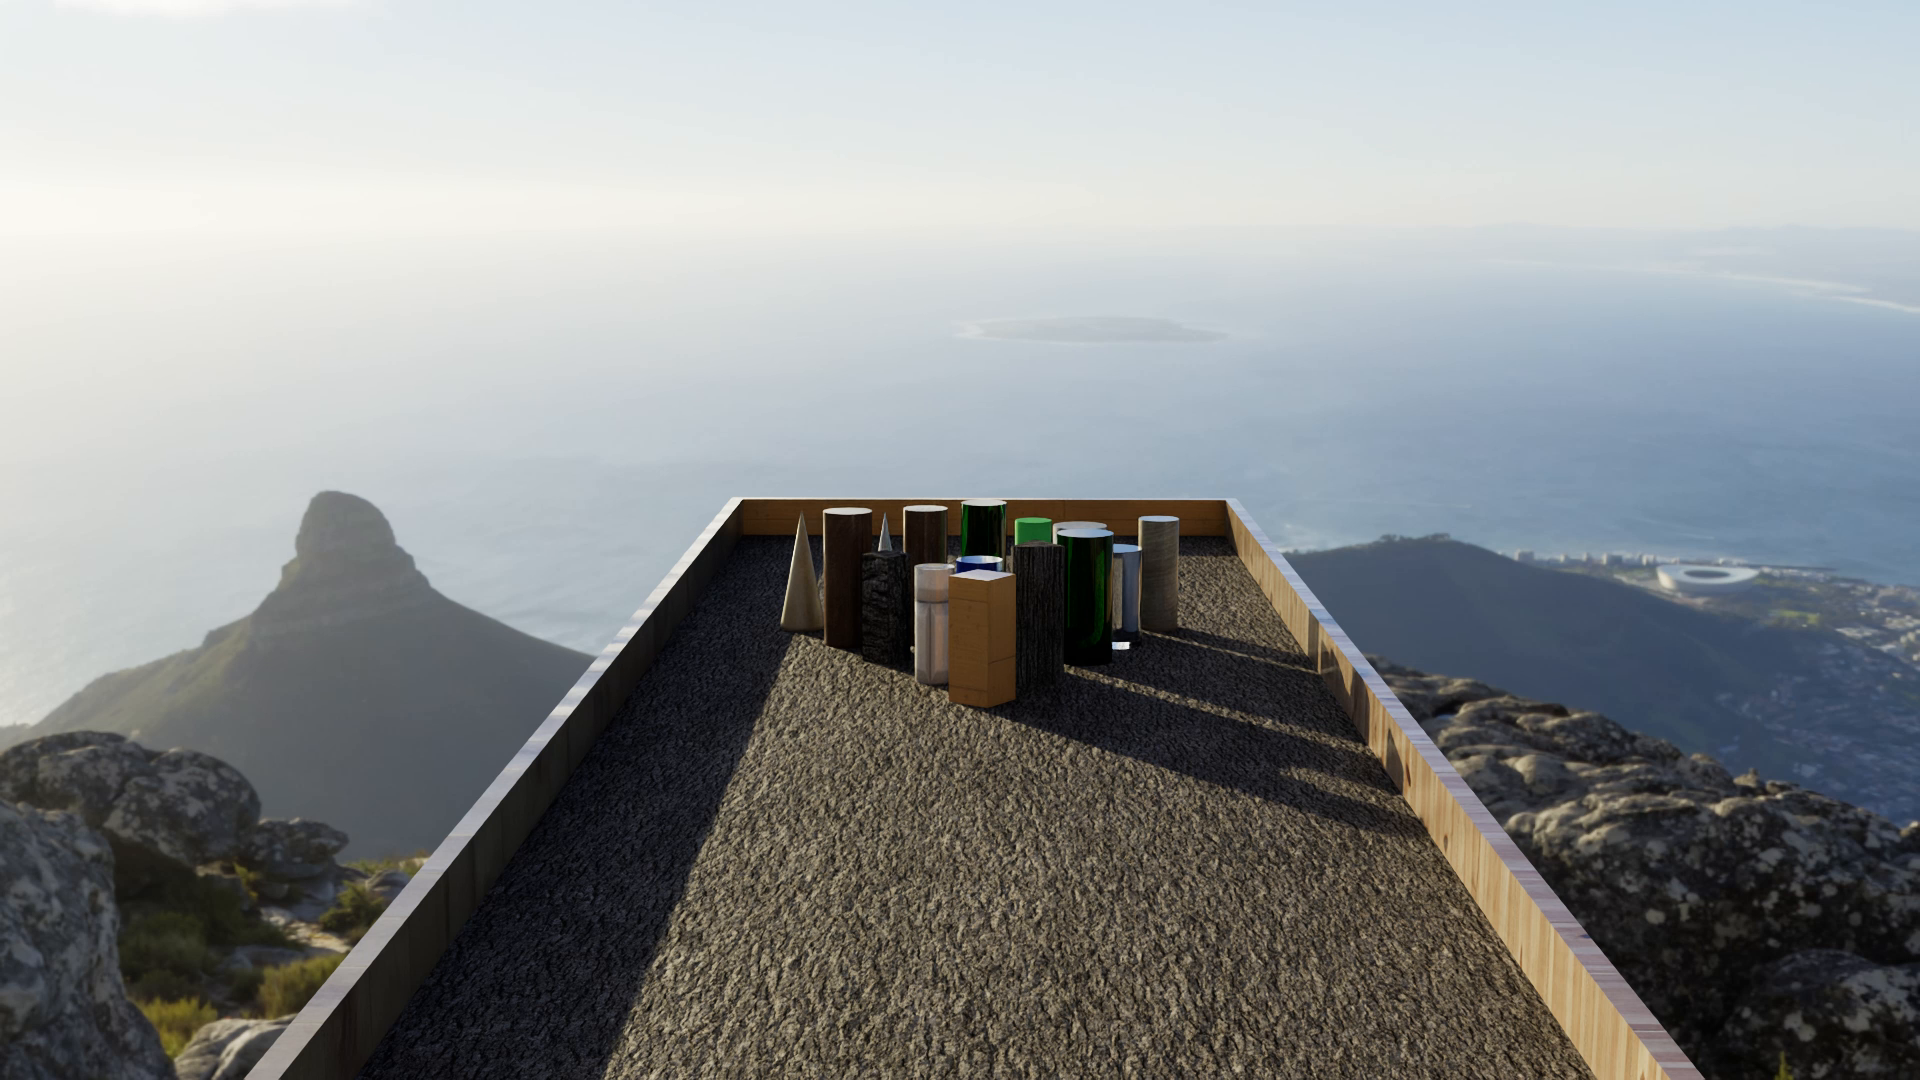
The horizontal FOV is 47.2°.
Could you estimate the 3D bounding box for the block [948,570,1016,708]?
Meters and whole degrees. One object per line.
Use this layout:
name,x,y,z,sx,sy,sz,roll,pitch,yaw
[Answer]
block,0.062,0.273,6.143,0.134,0.357,0.134,7,11,36

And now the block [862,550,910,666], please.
block,-0.223,0.204,6.672,0.103,0.328,0.103,8,12,40

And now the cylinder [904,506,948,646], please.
cylinder,-0.109,0.113,6.928,0.139,0.429,0.139,0,9,0

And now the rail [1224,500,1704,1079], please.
rail,1.046,0.843,3.208,0.050,0.150,12.000,0,9,1

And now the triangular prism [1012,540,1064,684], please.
triangular prism,0.223,0.207,6.416,0.151,0.402,0.131,0,9,-1

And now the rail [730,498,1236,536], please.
rail,0.099,-0.098,9.147,2.100,0.150,0.050,0,9,1

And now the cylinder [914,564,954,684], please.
cylinder,-0.074,0.243,6.400,0.116,0.337,0.116,0,9,0

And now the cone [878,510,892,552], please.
cone,-0.244,0.093,7.194,0.130,0.384,0.130,0,9,0

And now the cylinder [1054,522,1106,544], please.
cylinder,0.392,0.117,7.210,0.176,0.333,0.176,0,9,0

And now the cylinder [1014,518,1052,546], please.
cylinder,0.230,0.131,6.934,0.114,0.391,0.114,0,9,0

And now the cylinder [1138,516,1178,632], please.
cylinder,0.646,0.108,7.174,0.131,0.361,0.131,0,9,0

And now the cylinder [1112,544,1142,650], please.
cylinder,0.490,0.177,6.916,0.165,0.306,0.165,0,9,0

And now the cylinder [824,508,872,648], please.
cylinder,-0.352,0.118,6.916,0.154,0.423,0.154,0,9,0

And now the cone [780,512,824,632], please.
cone,-0.515,0.090,7.178,0.151,0.395,0.151,0,9,0

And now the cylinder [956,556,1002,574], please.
cylinder,0.059,0.211,6.700,0.139,0.307,0.139,0,9,0

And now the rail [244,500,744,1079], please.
rail,-1.004,0.839,3.234,0.050,0.150,12.000,0,9,1

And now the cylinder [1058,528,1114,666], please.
cylinder,0.378,0.172,6.670,0.171,0.392,0.171,0,9,0

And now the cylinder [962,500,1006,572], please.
cylinder,0.078,0.080,7.194,0.148,0.409,0.148,0,9,0
